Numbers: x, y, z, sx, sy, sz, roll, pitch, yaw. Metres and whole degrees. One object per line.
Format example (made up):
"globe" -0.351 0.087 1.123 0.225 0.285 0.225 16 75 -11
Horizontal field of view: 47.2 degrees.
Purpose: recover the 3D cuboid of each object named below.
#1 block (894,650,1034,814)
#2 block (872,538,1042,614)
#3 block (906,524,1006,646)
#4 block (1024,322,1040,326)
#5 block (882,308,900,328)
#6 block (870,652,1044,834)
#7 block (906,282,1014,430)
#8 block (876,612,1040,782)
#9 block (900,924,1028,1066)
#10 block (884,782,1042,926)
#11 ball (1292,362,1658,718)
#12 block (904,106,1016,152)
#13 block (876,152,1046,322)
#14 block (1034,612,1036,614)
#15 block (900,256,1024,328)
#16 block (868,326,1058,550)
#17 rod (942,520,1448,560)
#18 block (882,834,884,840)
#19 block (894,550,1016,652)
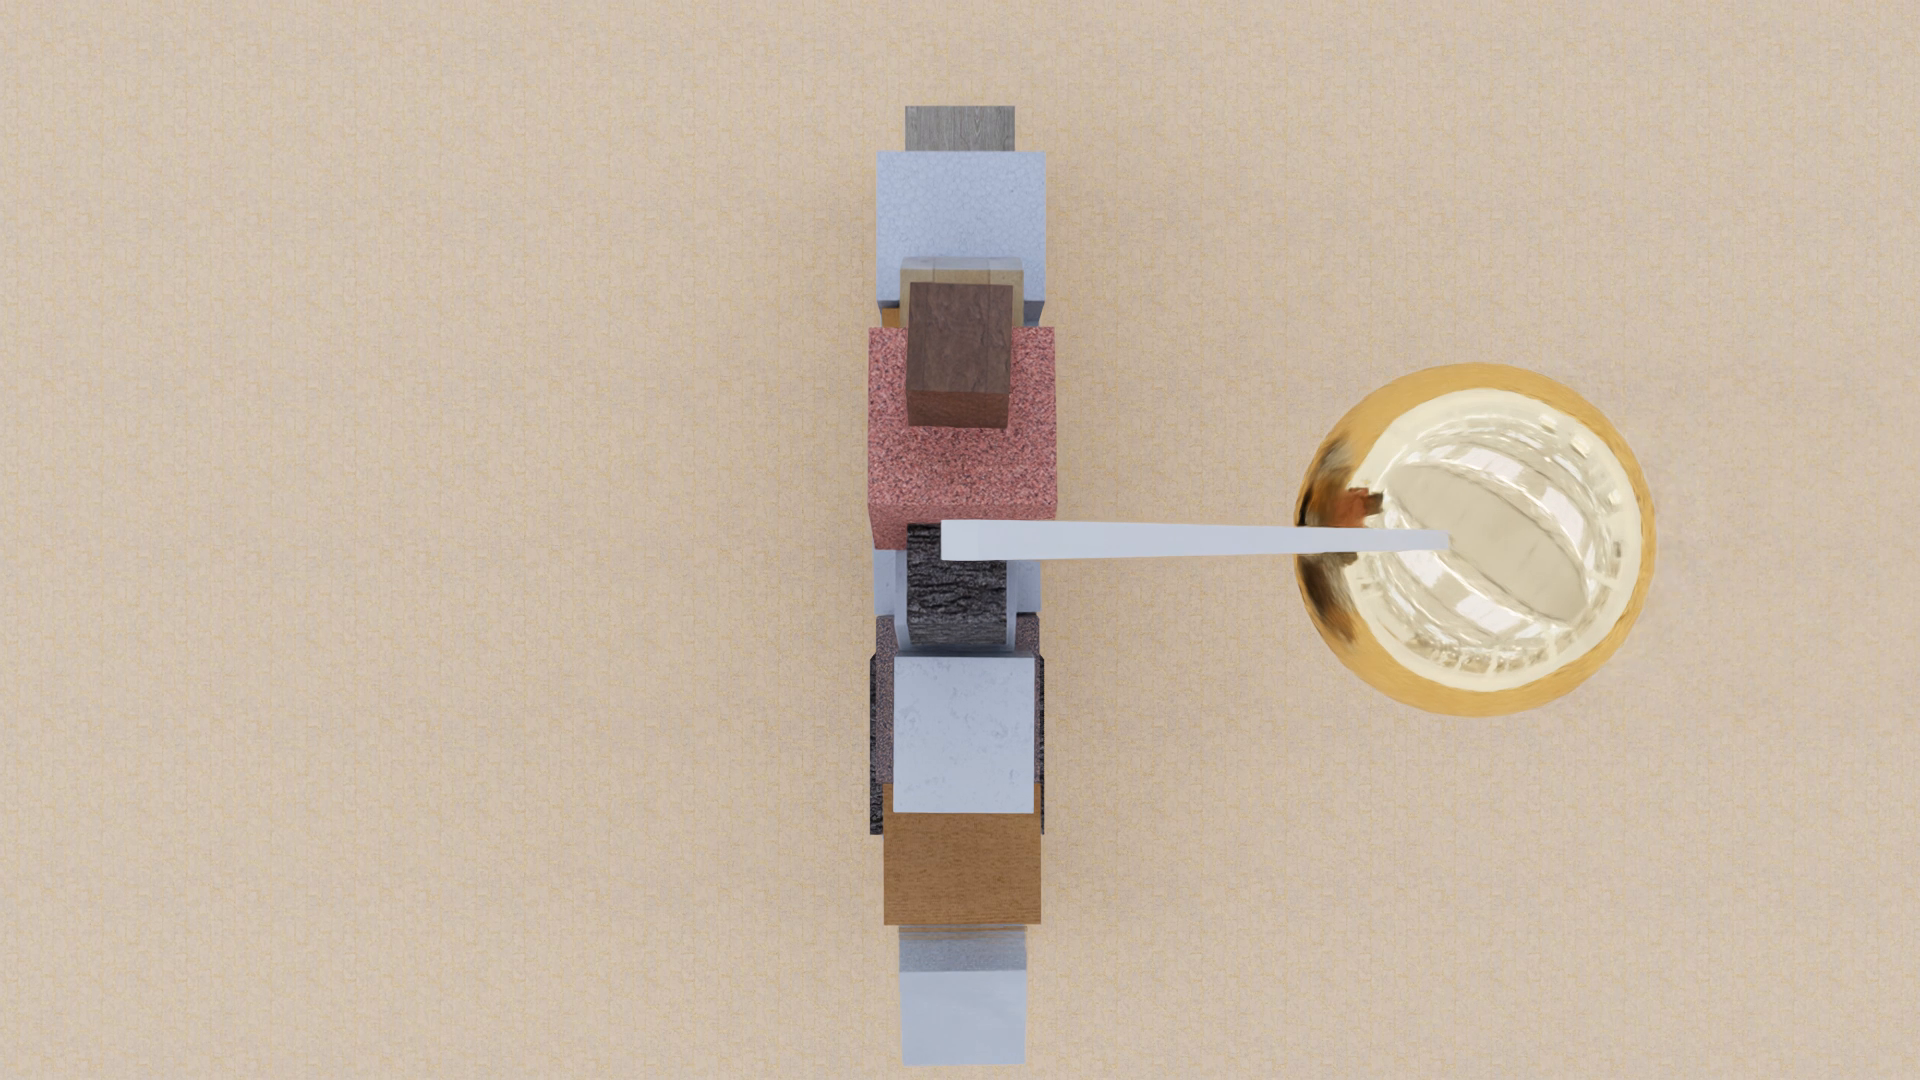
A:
"block" 0.018 0.873 10.144 0.627 0.609 0.695 0 90 0
"block" -0.018 -0.026 11.098 0.818 0.690 0.743 -1 92 0
"block" -0.011 0.198 9.609 0.424 0.493 0.434 0 76 1
"block" 0.001 -1.307 11.866 0.824 0.815 0.816 0 89 0
"block" -0.043 -0.771 11.053 0.659 0.767 0.716 -1 90 0
"block" -0.015 1.060 11.685 0.892 0.881 0.896 0 90 0
"block" -0.001 -0.751 9.019 0.414 0.493 0.455 2 76 1
"block" -0.010 0.762 10.847 0.778 0.796 0.785 0 90 0
"block" 0.014 2.383 12.110 0.675 0.637 0.791 -1 129 0
"block" 0.011 1.504 10.903 0.757 0.685 0.684 0 90 0
"ball" 2.295 0.000 9.873 1.600 1.600 1.600 0 90 0
"block" 0.000 -2.014 12.027 0.585 0.662 0.592 0 90 0
"block" 0.005 -1.507 11.031 0.814 0.861 0.721 0 89 0
"block" 0.008 0.517 12.623 0.838 0.754 0.731 0 90 0
"block" 0.007 -1.023 10.318 0.562 0.596 0.552 0 103 0
"block" 0.010 -0.429 9.604 0.789 0.796 0.778 0 76 0
"rod" 0.994 0.000 6.732 0.080 5.200 0.080 0 90 22
"block" 0.000 1.273 12.563 0.861 0.874 0.762 0 90 0
"block" -0.016 0.175 10.183 0.543 0.611 0.572 0 76 1
